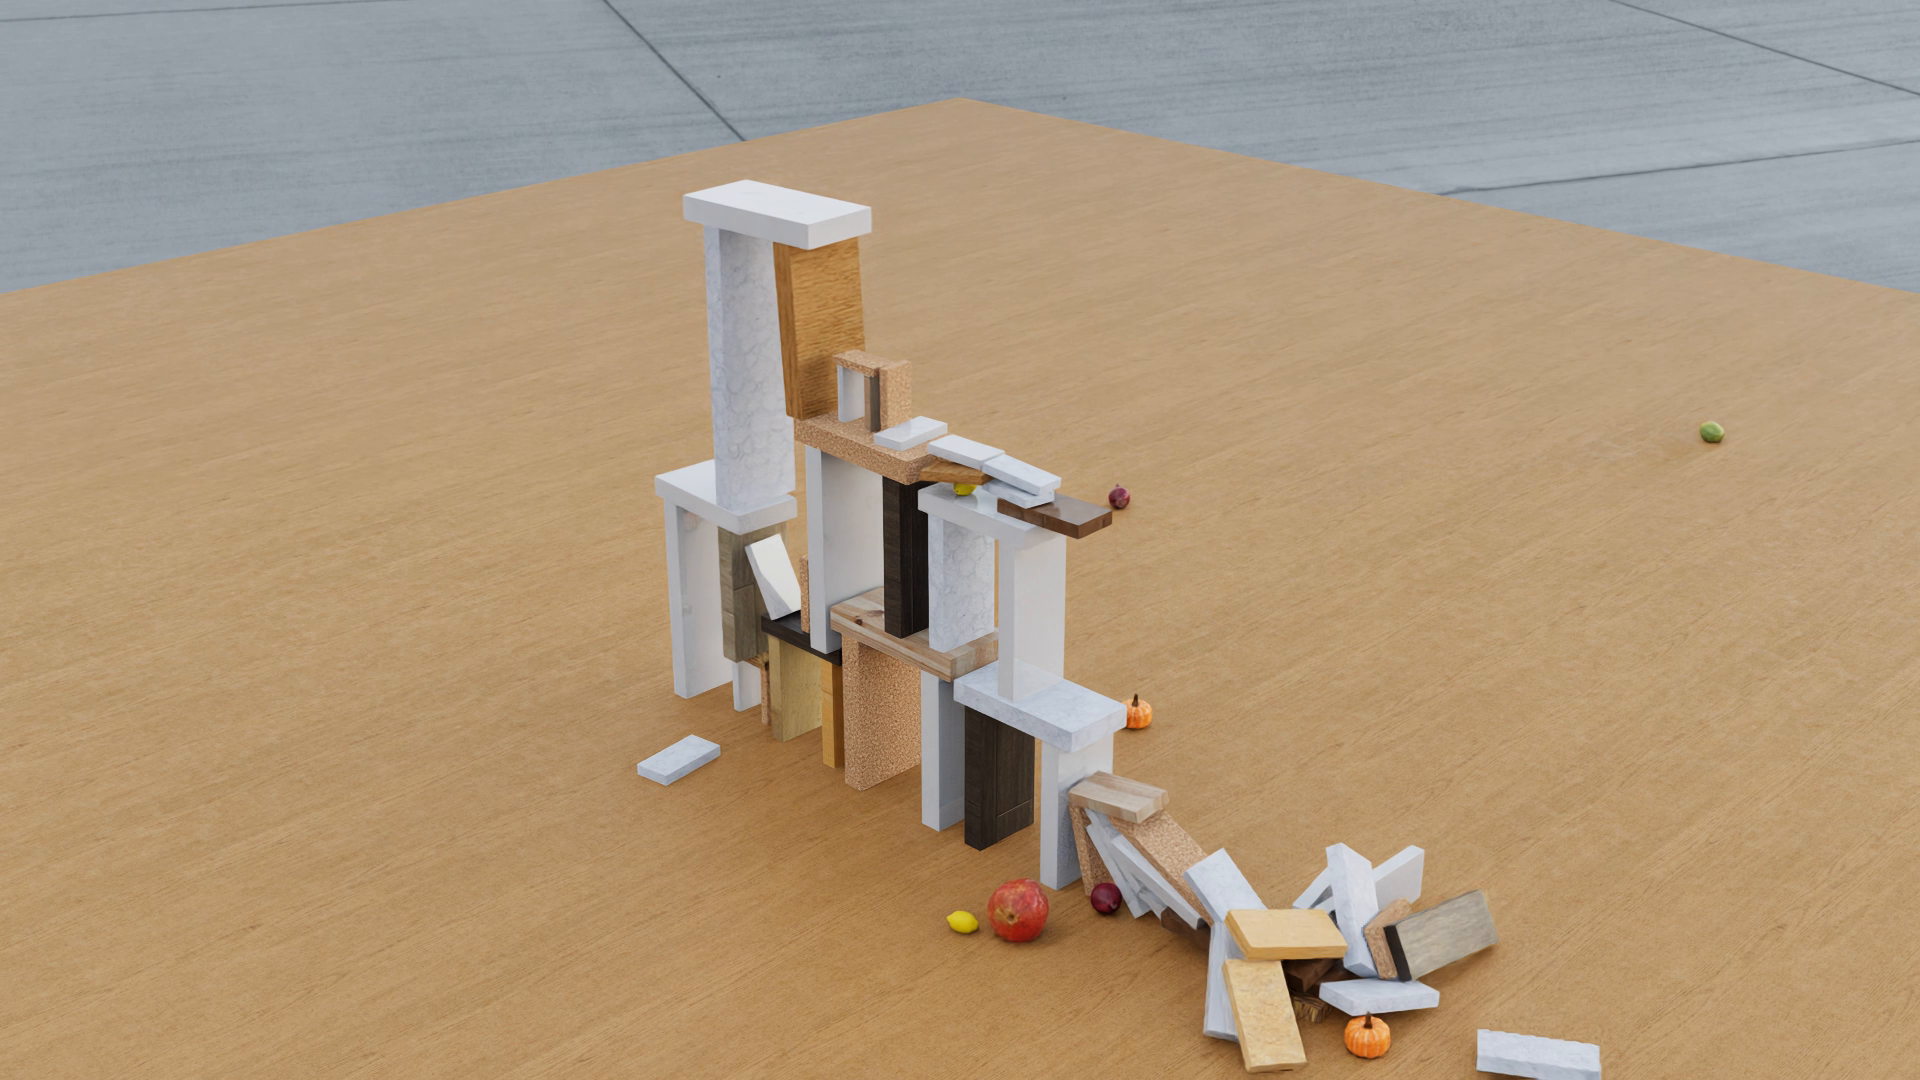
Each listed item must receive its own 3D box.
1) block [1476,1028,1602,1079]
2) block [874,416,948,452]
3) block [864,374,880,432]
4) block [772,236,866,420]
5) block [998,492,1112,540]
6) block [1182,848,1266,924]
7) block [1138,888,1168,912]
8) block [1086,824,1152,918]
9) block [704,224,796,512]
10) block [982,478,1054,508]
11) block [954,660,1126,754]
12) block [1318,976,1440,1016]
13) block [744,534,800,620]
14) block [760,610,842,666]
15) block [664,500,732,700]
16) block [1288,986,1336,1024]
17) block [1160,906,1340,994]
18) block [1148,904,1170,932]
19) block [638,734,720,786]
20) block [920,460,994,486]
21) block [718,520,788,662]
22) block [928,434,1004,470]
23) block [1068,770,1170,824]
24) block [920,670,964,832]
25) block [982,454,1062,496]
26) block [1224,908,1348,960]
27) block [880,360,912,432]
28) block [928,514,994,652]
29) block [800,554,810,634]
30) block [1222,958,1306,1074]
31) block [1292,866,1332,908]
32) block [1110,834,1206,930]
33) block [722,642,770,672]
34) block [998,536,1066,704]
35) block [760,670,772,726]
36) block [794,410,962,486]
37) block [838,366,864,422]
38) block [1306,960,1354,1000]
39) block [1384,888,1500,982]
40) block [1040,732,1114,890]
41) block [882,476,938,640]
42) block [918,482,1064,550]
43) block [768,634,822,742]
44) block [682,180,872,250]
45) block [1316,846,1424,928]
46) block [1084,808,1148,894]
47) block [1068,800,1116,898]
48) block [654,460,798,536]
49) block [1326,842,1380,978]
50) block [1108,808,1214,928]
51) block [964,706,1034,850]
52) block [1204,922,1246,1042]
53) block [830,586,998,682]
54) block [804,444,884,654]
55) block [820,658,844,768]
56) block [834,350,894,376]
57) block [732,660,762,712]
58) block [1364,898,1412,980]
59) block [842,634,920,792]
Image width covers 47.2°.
[{"bbox_3d":[0.964,0.863,3.670,0.197,0.028,0.099,5,14,12],"label":"block"},{"bbox_3d":[-0.095,-0.205,4.239,0.068,0.019,0.137,18,29,36],"label":"block"},{"bbox_3d":[-0.159,-0.272,4.273,0.058,0.116,0.016,-21,31,-40],"label":"block"},{"bbox_3d":[-0.273,-0.430,4.346,0.175,0.350,0.050,-21,26,-40],"label":"block"},{"bbox_3d":[0.173,-0.053,4.026,0.193,0.027,0.097,20,30,38],"label":"block"},{"bbox_3d":[0.479,0.638,3.878,0.087,0.025,0.174,-27,72,-27],"label":"block"},{"bbox_3d":[0.393,0.667,4.046,0.117,0.017,0.058,32,47,27],"label":"block"},{"bbox_3d":[0.321,0.604,4.133,0.096,0.192,0.027,-21,-11,-41],"label":"block"},{"bbox_3d":[-0.432,-0.371,4.538,0.175,0.610,0.050,-21,31,-40],"label":"block"},{"bbox_3d":[0.107,-0.092,4.058,0.066,0.019,0.132,-16,26,-32],"label":"block"},{"bbox_3d":[0.151,0.310,4.189,0.153,0.043,0.307,-21,31,-41],"label":"block"},{"bbox_3d":[0.725,0.787,3.802,0.186,0.026,0.093,1,8,-29],"label":"block"},{"bbox_3d":[-0.390,0.078,4.654,0.083,0.166,0.023,-22,3,-42],"label":"block"},{"bbox_3d":[-0.292,0.193,4.628,0.247,0.035,0.124,21,31,41],"label":"block"},{"bbox_3d":[-0.573,0.113,4.893,0.043,0.470,0.153,21,31,41],"label":"block"},{"bbox_3d":[0.566,0.782,3.881,0.204,0.029,0.102,16,28,33],"label":"block"},{"bbox_3d":[0.516,0.703,3.916,0.312,0.032,0.113,19,40,40],"label":"block"},{"bbox_3d":[0.376,0.664,4.086,0.059,0.017,0.117,-25,67,-34],"label":"block"},{"bbox_3d":[-0.592,0.463,4.639,0.083,0.023,0.166,16,28,34],"label":"block"},{"bbox_3d":[-0.001,-0.125,4.109,0.132,0.019,0.066,6,21,30],"label":"block"},{"bbox_3d":[-0.440,0.097,4.720,0.153,0.306,0.043,-21,30,-40],"label":"block"},{"bbox_3d":[0.011,-0.166,4.144,0.137,0.019,0.068,20,30,40],"label":"block"},{"bbox_3d":[0.292,0.475,4.065,0.087,0.025,0.174,-29,26,-36],"label":"block"},{"bbox_3d":[0.002,0.393,4.393,0.049,0.344,0.172,21,31,41],"label":"block"},{"bbox_3d":[0.114,-0.120,4.049,0.132,0.019,0.066,24,30,32],"label":"block"},{"bbox_3d":[0.564,0.681,3.805,0.193,0.027,0.097,4,31,-23],"label":"block"},{"bbox_3d":[-0.124,-0.273,4.247,0.019,0.137,0.068,18,29,36],"label":"block"},{"bbox_3d":[0.004,0.065,4.245,0.040,0.280,0.140,21,31,41],"label":"block"},{"bbox_3d":[-0.294,0.103,4.582,0.023,0.166,0.083,21,31,40],"label":"block"},{"bbox_3d":[0.512,0.800,3.712,0.097,0.027,0.194,-1,53,-13],"label":"block"},{"bbox_3d":[0.663,0.673,4.044,0.029,0.102,0.204,14,27,30],"label":"block"},{"bbox_3d":[0.391,0.601,4.001,0.113,0.032,0.227,-28,50,-30],"label":"block"},{"bbox_3d":[-0.443,0.243,4.794,0.072,0.020,0.144,-21,31,-40],"label":"block"},{"bbox_3d":[0.135,0.136,4.132,0.140,0.322,0.040,-21,31,-41],"label":"block"},{"bbox_3d":[-0.400,0.328,4.802,0.072,0.144,0.020,-20,31,-39],"label":"block"},{"bbox_3d":[-0.154,-0.195,4.300,0.167,0.047,0.334,-20,30,-39],"label":"block"},{"bbox_3d":[-0.213,-0.294,4.324,0.058,0.116,0.016,-20,30,-40],"label":"block"},{"bbox_3d":[0.596,0.745,3.896,0.093,0.026,0.186,-19,30,-38],"label":"block"},{"bbox_3d":[0.861,0.704,3.927,0.268,0.099,0.028,-10,-10,-42],"label":"block"},{"bbox_3d":[0.222,0.499,4.191,0.153,0.307,0.043,-21,31,-41],"label":"block"},{"bbox_3d":[-0.073,0.011,4.303,0.167,0.334,0.047,-21,31,-40],"label":"block"},{"bbox_3d":[0.069,-0.057,4.122,0.280,0.040,0.140,21,31,41],"label":"block"},{"bbox_3d":[-0.350,0.300,4.736,0.035,0.247,0.124,21,31,41],"label":"block"},{"bbox_3d":[-0.362,-0.644,4.336,0.350,0.050,0.175,19,29,37],"label":"block"},{"bbox_3d":[0.743,0.672,4.046,0.029,0.102,0.338,21,31,40],"label":"block"},{"bbox_3d":[0.321,0.556,4.091,0.096,0.027,0.192,-19,63,-26],"label":"block"},{"bbox_3d":[0.264,0.569,4.174,0.096,0.192,0.027,-21,16,-41],"label":"block"},{"bbox_3d":[-0.504,-0.094,4.722,0.153,0.043,0.306,-19,30,-38],"label":"block"},{"bbox_3d":[0.707,0.664,3.909,0.032,0.113,0.227,-24,52,28],"label":"block"},{"bbox_3d":[0.397,0.578,3.985,0.087,0.025,0.305,-24,48,-26],"label":"block"},{"bbox_3d":[0.079,0.443,4.324,0.043,0.307,0.153,21,31,41],"label":"block"},{"bbox_3d":[0.475,0.761,3.772,0.099,0.028,0.197,12,57,-5],"label":"block"},{"bbox_3d":[-0.079,0.181,4.391,0.344,0.049,0.172,21,31,41],"label":"block"},{"bbox_3d":[-0.231,-0.001,4.471,0.167,0.444,0.047,-21,31,-40],"label":"block"},{"bbox_3d":[-0.233,0.346,4.630,0.035,0.248,0.124,21,31,41],"label":"block"},{"bbox_3d":[-0.186,-0.344,4.273,0.058,0.016,0.116,-21,31,-40],"label":"block"},{"bbox_3d":[-0.469,0.301,4.866,0.072,0.144,0.020,-21,30,-40],"label":"block"},{"bbox_3d":[0.774,0.709,3.919,0.026,0.093,0.186,-20,-2,28],"label":"block"},{"bbox_3d":[-0.160,0.330,4.542,0.049,0.344,0.172,21,31,41],"label":"block"}]
